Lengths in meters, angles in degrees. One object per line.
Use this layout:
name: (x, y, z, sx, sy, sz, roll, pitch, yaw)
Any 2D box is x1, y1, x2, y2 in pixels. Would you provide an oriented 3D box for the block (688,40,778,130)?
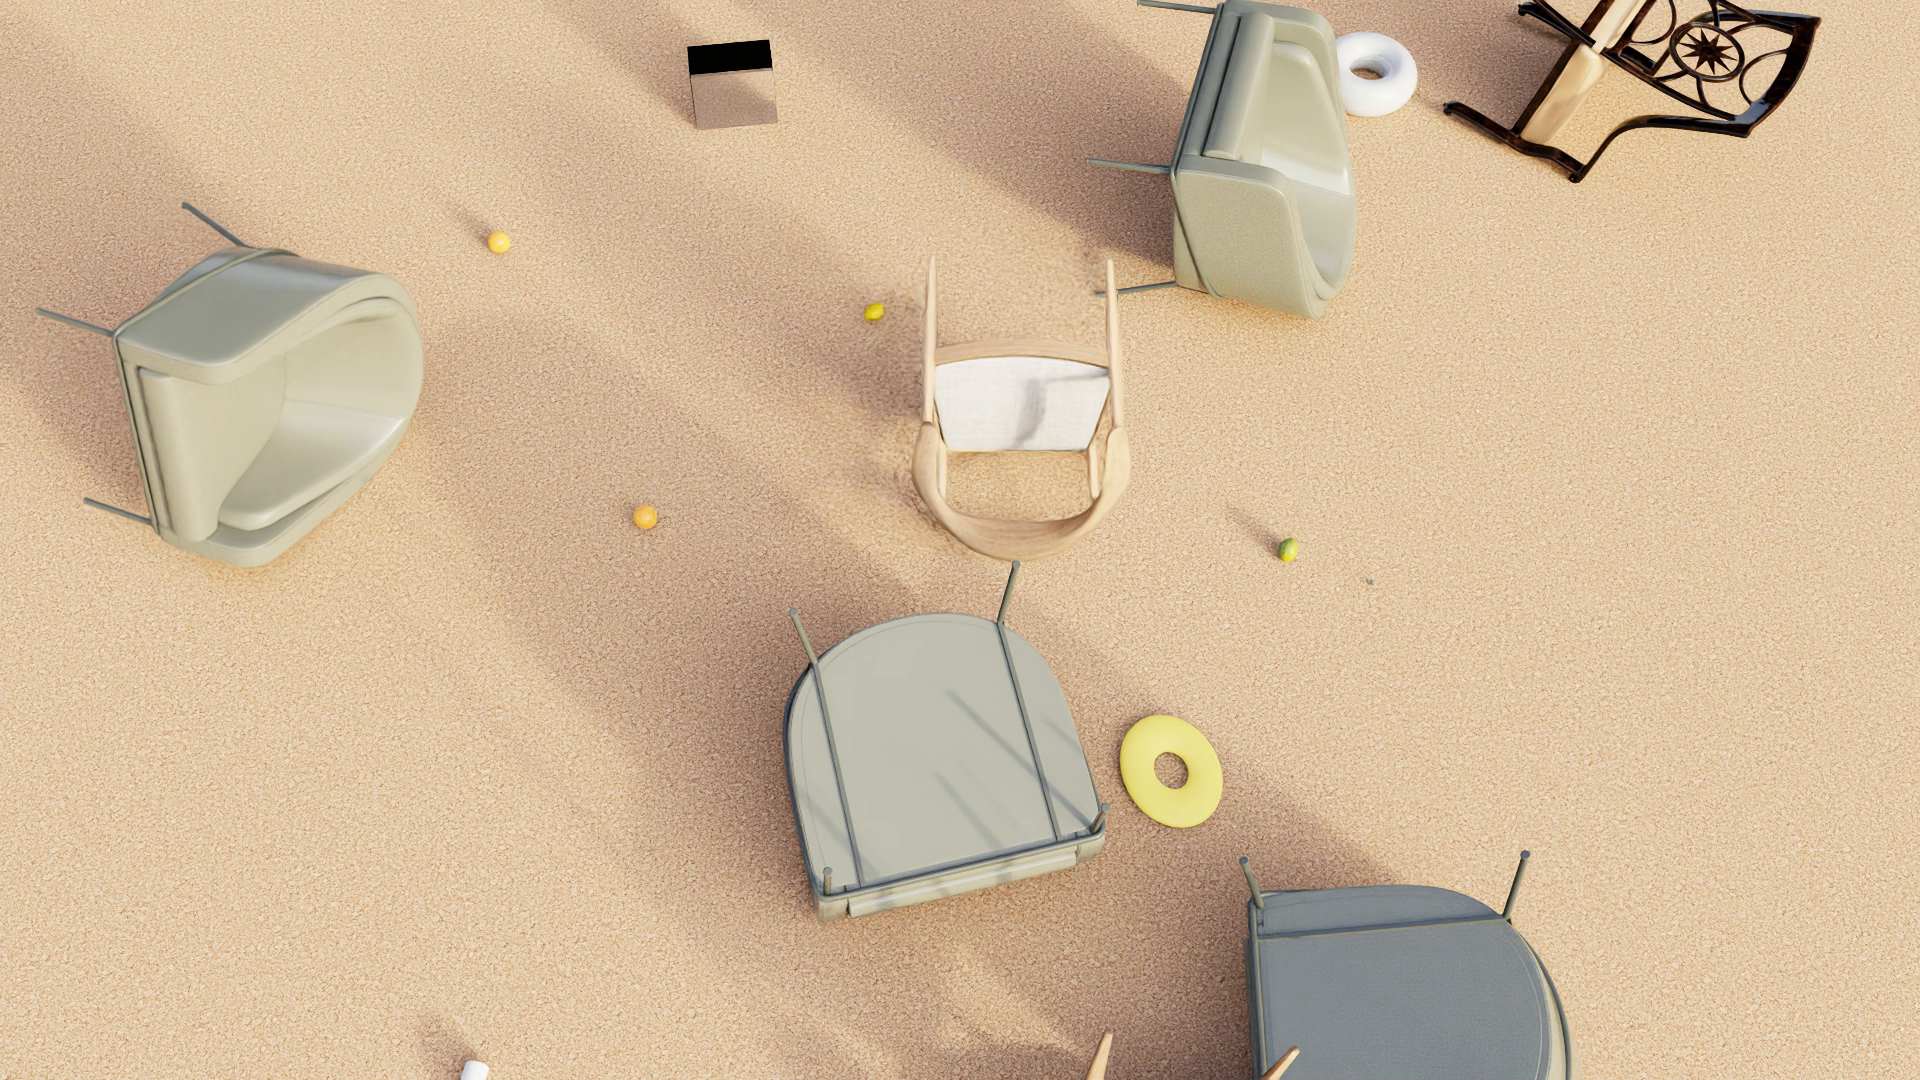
block: (-0.770, -1.543, 7.462, 0.278, 0.245, 0.150, -6, 56, -4)

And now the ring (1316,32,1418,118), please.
ring: (1.400, -1.604, 7.571, 0.348, 0.135, 0.345, 2, 57, 0)

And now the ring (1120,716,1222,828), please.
ring: (0.587, 0.641, 6.118, 0.277, 0.044, 0.358, -14, 57, -10)
